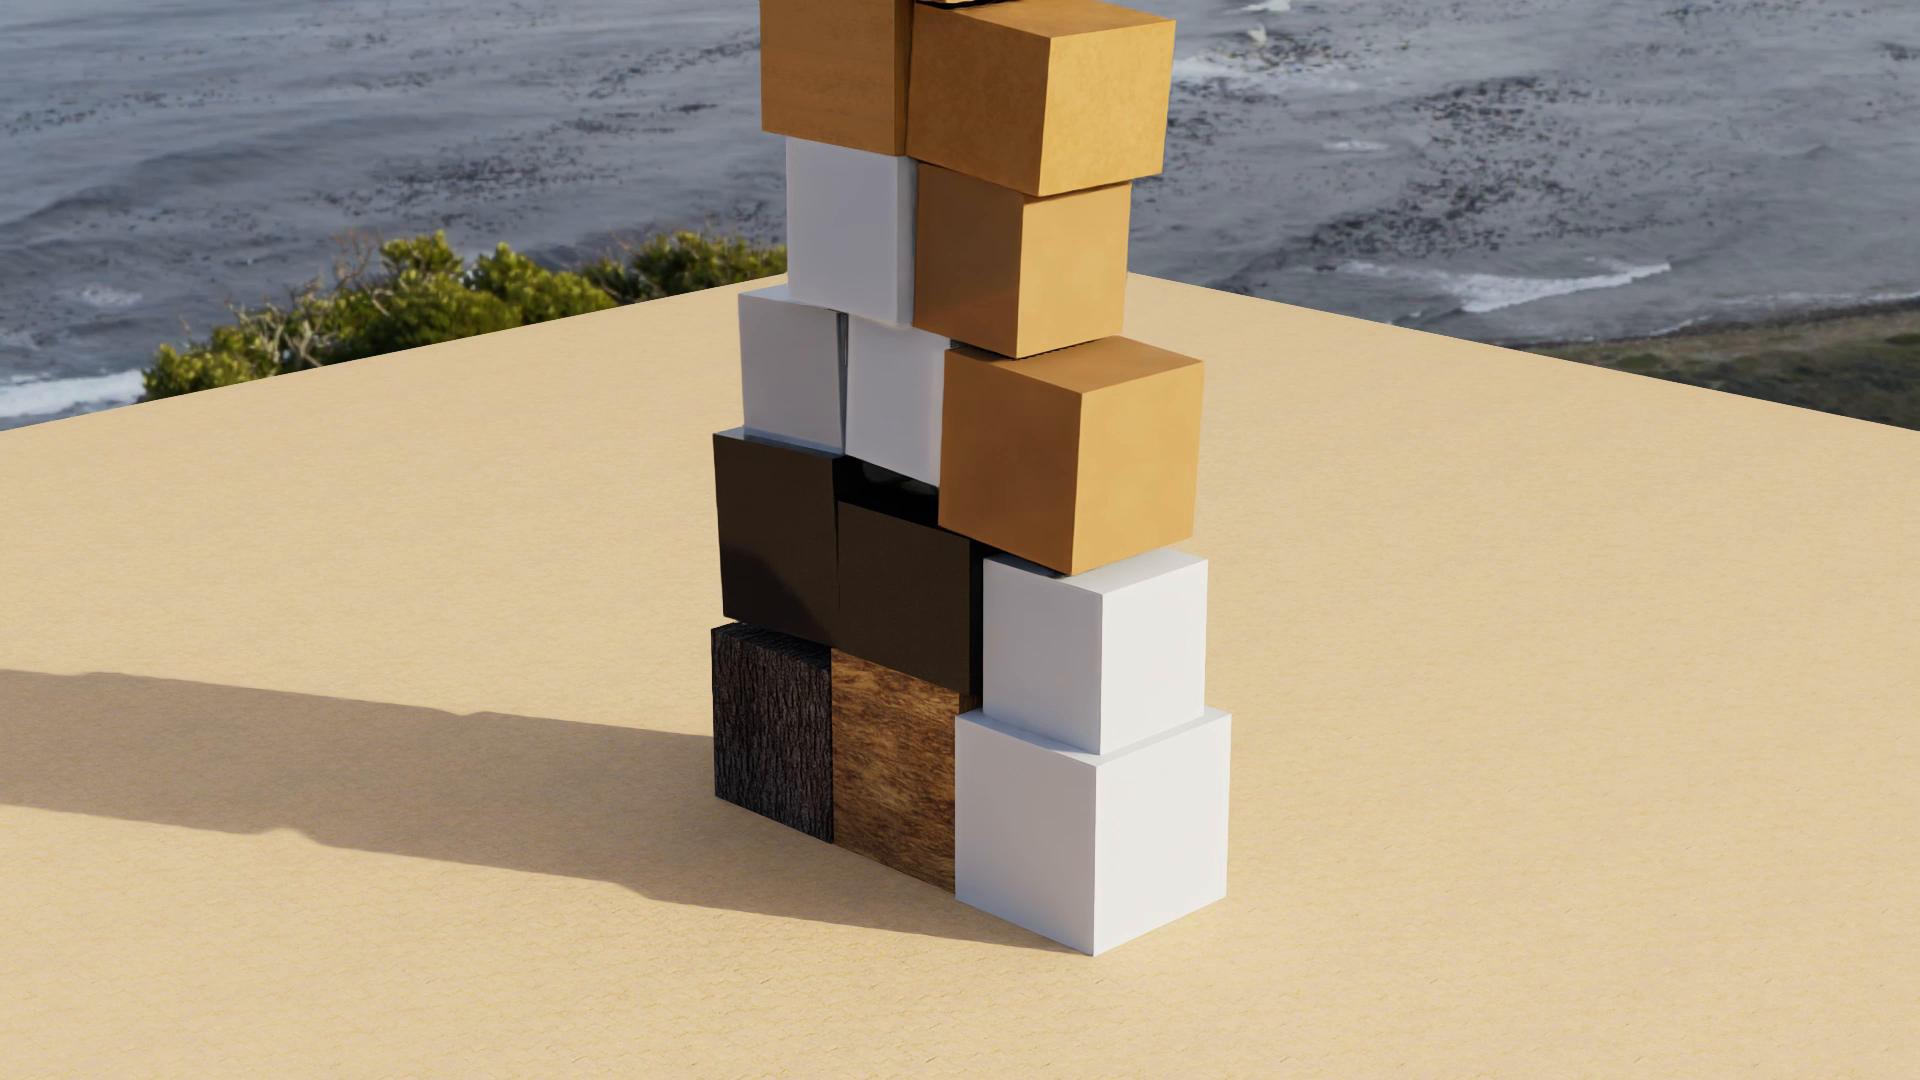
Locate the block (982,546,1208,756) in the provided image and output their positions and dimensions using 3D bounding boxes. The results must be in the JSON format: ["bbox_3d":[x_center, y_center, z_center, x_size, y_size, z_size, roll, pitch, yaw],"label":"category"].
[{"bbox_3d":[0.589,0.427,12.843,0.676,0.724,0.702,-17,24,-42],"label":"block"}]

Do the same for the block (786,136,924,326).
[{"bbox_3d":[-0.238,-1.447,13.116,0.713,0.738,0.802,17,24,42],"label":"block"}]

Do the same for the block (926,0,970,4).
[{"bbox_3d":[-0.005,-2.782,12.447,0.694,0.864,0.824,17,24,42],"label":"block"}]

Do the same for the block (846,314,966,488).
[{"bbox_3d":[-0.058,-0.702,13.195,0.633,0.697,0.642,-17,27,-42],"label":"block"}]

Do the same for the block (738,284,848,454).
[{"bbox_3d":[-0.541,-0.836,13.669,0.686,0.664,0.673,-17,22,-42],"label":"block"}]

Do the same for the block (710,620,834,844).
[{"bbox_3d":[-0.604,0.840,14.230,0.846,0.865,0.838,-17,24,-42],"label":"block"}]

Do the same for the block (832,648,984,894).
[{"bbox_3d":[-0.011,0.965,13.638,0.814,0.981,0.832,-17,24,-42],"label":"block"}]

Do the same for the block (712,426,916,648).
[{"bbox_3d":[-0.562,-0.087,13.913,0.830,0.900,0.831,-17,21,-42],"label":"block"}]

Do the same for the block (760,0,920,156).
[{"bbox_3d":[-0.288,-2.139,12.957,0.855,0.677,0.824,17,24,42],"label":"block"}]

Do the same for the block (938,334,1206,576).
[{"bbox_3d":[0.476,-0.414,12.686,0.776,0.800,0.801,-17,27,-42],"label":"block"}]

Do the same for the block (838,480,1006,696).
[{"bbox_3d":[0.038,0.166,13.338,0.826,0.723,0.835,-17,24,-42],"label":"block"}]

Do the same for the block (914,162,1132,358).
[{"bbox_3d":[0.267,-1.261,12.675,0.669,0.728,0.627,-17,27,-42],"label":"block"}]

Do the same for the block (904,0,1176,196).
[{"bbox_3d":[0.335,-1.913,12.415,0.765,0.657,0.791,-17,30,-42],"label":"block"}]

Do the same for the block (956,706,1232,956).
[{"bbox_3d":[0.590,1.193,13.082,0.883,0.880,0.844,-17,24,-42],"label":"block"}]
